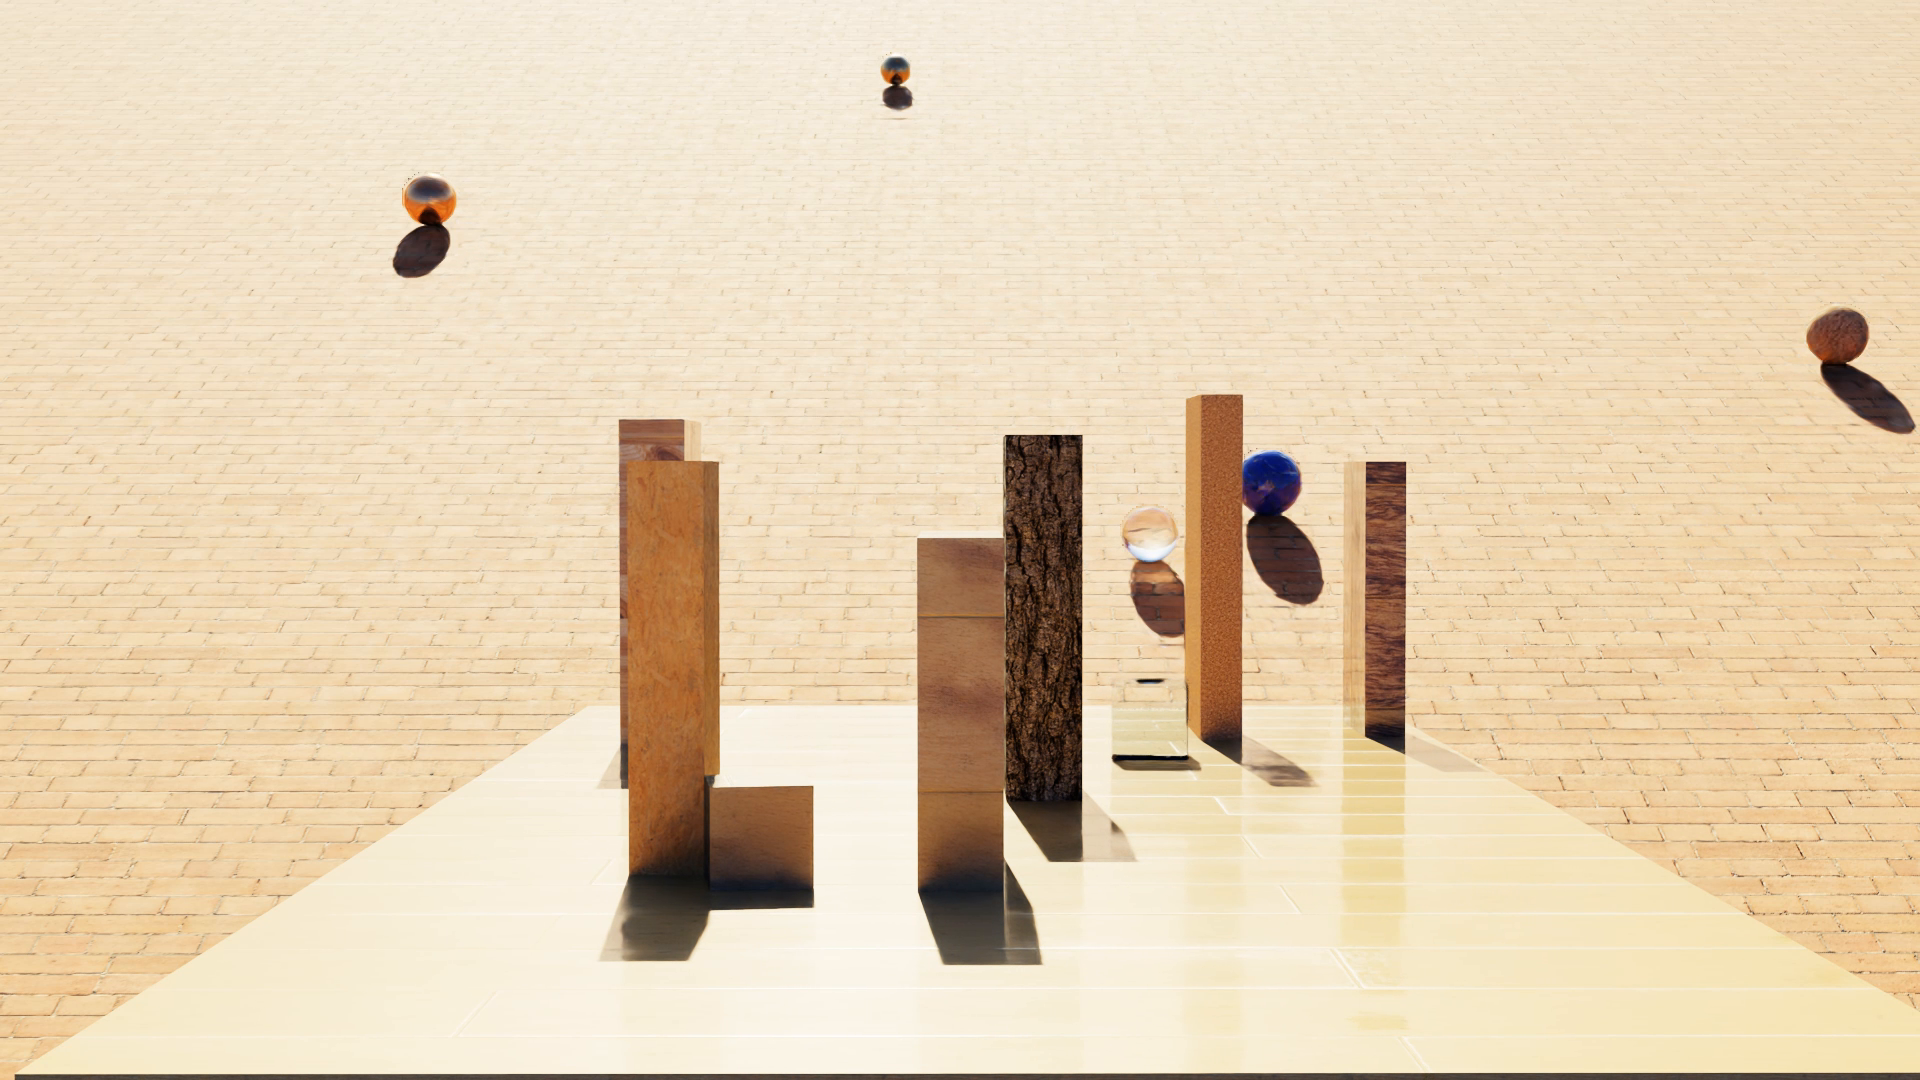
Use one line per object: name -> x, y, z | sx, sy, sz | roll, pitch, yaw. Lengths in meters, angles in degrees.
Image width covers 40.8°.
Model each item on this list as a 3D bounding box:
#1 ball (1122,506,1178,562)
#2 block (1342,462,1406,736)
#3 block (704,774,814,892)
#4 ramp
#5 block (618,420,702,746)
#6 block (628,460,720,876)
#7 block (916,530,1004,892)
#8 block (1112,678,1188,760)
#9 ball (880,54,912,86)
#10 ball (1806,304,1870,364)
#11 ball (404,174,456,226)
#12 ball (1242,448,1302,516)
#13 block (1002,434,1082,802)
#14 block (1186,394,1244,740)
ball -> 0.553, -0.017, 7.503 | 0.162, 0.162, 0.162 | 0, 26, 0
block -> 0.953, 0.128, 5.941 | 0.091, 0.618, 0.325 | 0, 2, 0
block -> -0.294, 0.423, 3.751 | 0.149, 0.149, 0.149 | 0, 2, -9
ramp -> 0.058, 0.525, 4.563 | 2.000, 0.100, 4.000 | 0, 2, 0
block -> -0.670, 0.087, 5.795 | 0.143, 0.710, 0.368 | 0, 2, 0
block -> -0.434, 0.186, 3.933 | 0.112, 0.613, 0.254 | 0, 2, 0
block -> 0.000, 0.243, 3.869 | 0.123, 0.503, 0.414 | 0, 2, 0
block -> 0.396, 0.374, 5.390 | 0.156, 0.156, 0.156 | 0, 2, 3
ball -> -0.301, -2.207, 12.113 | 0.145, 0.145, 0.145 | 0, 26, 0
ball -> 3.028, -0.709, 8.901 | 0.208, 0.208, 0.208 | 0, 26, 0
ball -> -2.105, -1.352, 10.247 | 0.208, 0.208, 0.208 | 0, 26, 0
ball -> 0.932, -0.173, 7.783 | 0.203, 0.203, 0.203 | 0, 26, 0
block -> 0.152, 0.137, 4.814 | 0.139, 0.663, 0.320 | 0, 2, 0
block -> 0.578, 0.056, 5.893 | 0.093, 0.766, 0.387 | 0, 2, 0
